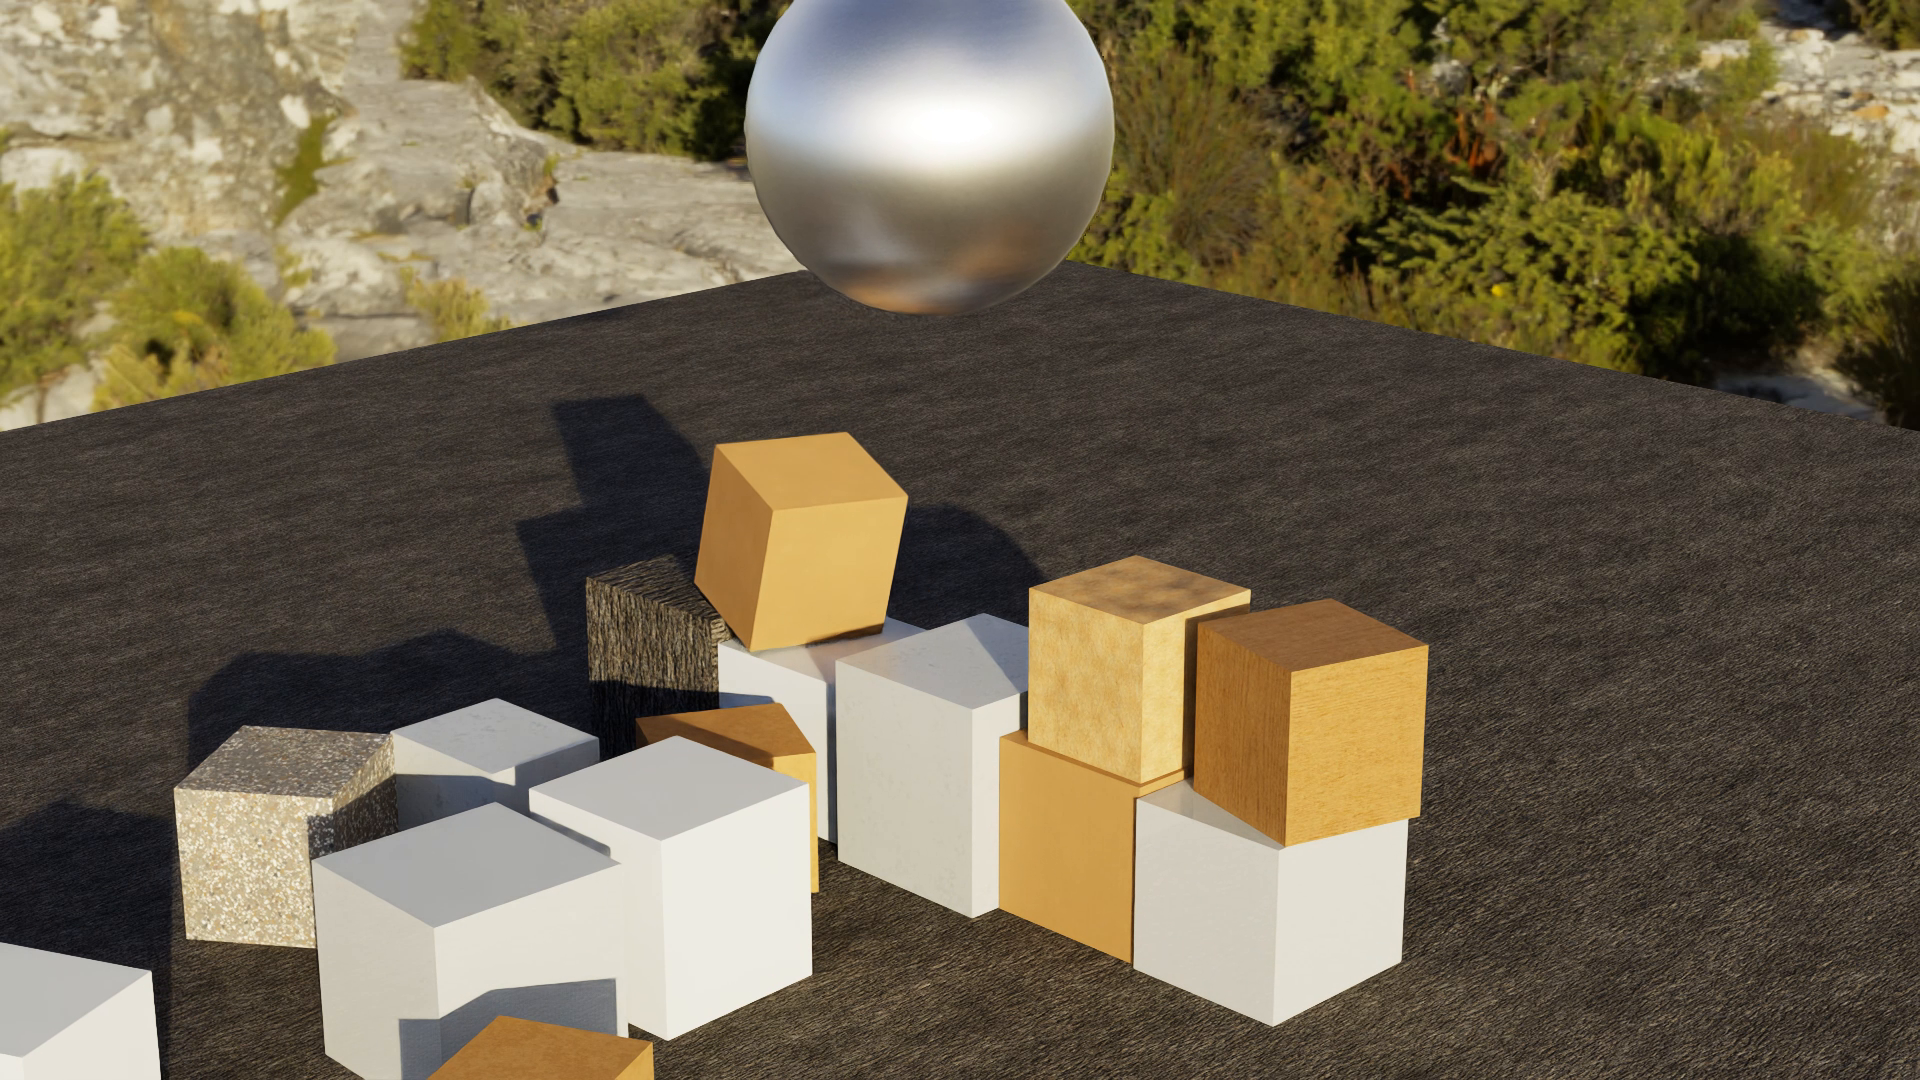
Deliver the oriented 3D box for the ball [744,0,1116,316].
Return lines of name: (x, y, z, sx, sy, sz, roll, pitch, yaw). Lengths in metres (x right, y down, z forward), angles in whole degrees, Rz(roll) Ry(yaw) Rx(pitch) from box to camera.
ball: (-0.132, -1.767, 12.648, 1.600, 1.600, 1.600, 0, 17, 0)

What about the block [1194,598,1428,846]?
block: (1.443, 0.742, 12.129, 0.671, 0.750, 0.677, -9, 20, -27)

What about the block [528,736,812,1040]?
block: (-1.207, 1.439, 12.305, 0.814, 0.876, 0.824, 15, 23, 40)

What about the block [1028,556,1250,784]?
block: (0.772, 0.546, 12.696, 0.670, 0.707, 0.672, -16, 23, -41)

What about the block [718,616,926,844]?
block: (-0.528, 0.888, 14.196, 0.954, 0.794, 0.850, 17, 24, 42)

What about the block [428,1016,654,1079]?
block: (-1.505, 2.154, 10.474, 0.620, 0.610, 0.619, 6, 19, 19)

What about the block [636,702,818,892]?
block: (-1.067, 1.206, 13.379, 0.689, 0.676, 0.661, -5, 18, -16)

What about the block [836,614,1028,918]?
block: (0.084, 1.012, 13.476, 0.947, 0.987, 0.889, -16, 24, -42)

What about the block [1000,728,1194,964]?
block: (0.732, 1.265, 12.955, 0.750, 0.819, 0.825, -16, 24, -42)

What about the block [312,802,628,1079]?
block: (-1.937, 1.666, 11.633, 0.869, 0.846, 0.861, -16, 23, -41)

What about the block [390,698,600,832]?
block: (-2.093, 1.216, 13.281, 0.743, 0.716, 0.599, 16, 23, 41)

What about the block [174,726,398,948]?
block: (-2.965, 1.308, 13.002, 0.710, 0.707, 0.763, 3, 18, 9)

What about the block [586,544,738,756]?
block: (-1.219, 0.626, 14.835, 0.899, 0.911, 0.973, -17, 24, -42)

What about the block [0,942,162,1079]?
block: (-3.427, 2.010, 10.691, 0.683, 0.754, 0.734, 7, 19, 20)

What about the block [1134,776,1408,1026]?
block: (1.317, 1.448, 12.436, 0.865, 0.781, 0.765, -17, 24, -42)

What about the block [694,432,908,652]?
block: (-0.773, 0.001, 14.117, 0.717, 0.770, 0.640, -7, 34, -30)
